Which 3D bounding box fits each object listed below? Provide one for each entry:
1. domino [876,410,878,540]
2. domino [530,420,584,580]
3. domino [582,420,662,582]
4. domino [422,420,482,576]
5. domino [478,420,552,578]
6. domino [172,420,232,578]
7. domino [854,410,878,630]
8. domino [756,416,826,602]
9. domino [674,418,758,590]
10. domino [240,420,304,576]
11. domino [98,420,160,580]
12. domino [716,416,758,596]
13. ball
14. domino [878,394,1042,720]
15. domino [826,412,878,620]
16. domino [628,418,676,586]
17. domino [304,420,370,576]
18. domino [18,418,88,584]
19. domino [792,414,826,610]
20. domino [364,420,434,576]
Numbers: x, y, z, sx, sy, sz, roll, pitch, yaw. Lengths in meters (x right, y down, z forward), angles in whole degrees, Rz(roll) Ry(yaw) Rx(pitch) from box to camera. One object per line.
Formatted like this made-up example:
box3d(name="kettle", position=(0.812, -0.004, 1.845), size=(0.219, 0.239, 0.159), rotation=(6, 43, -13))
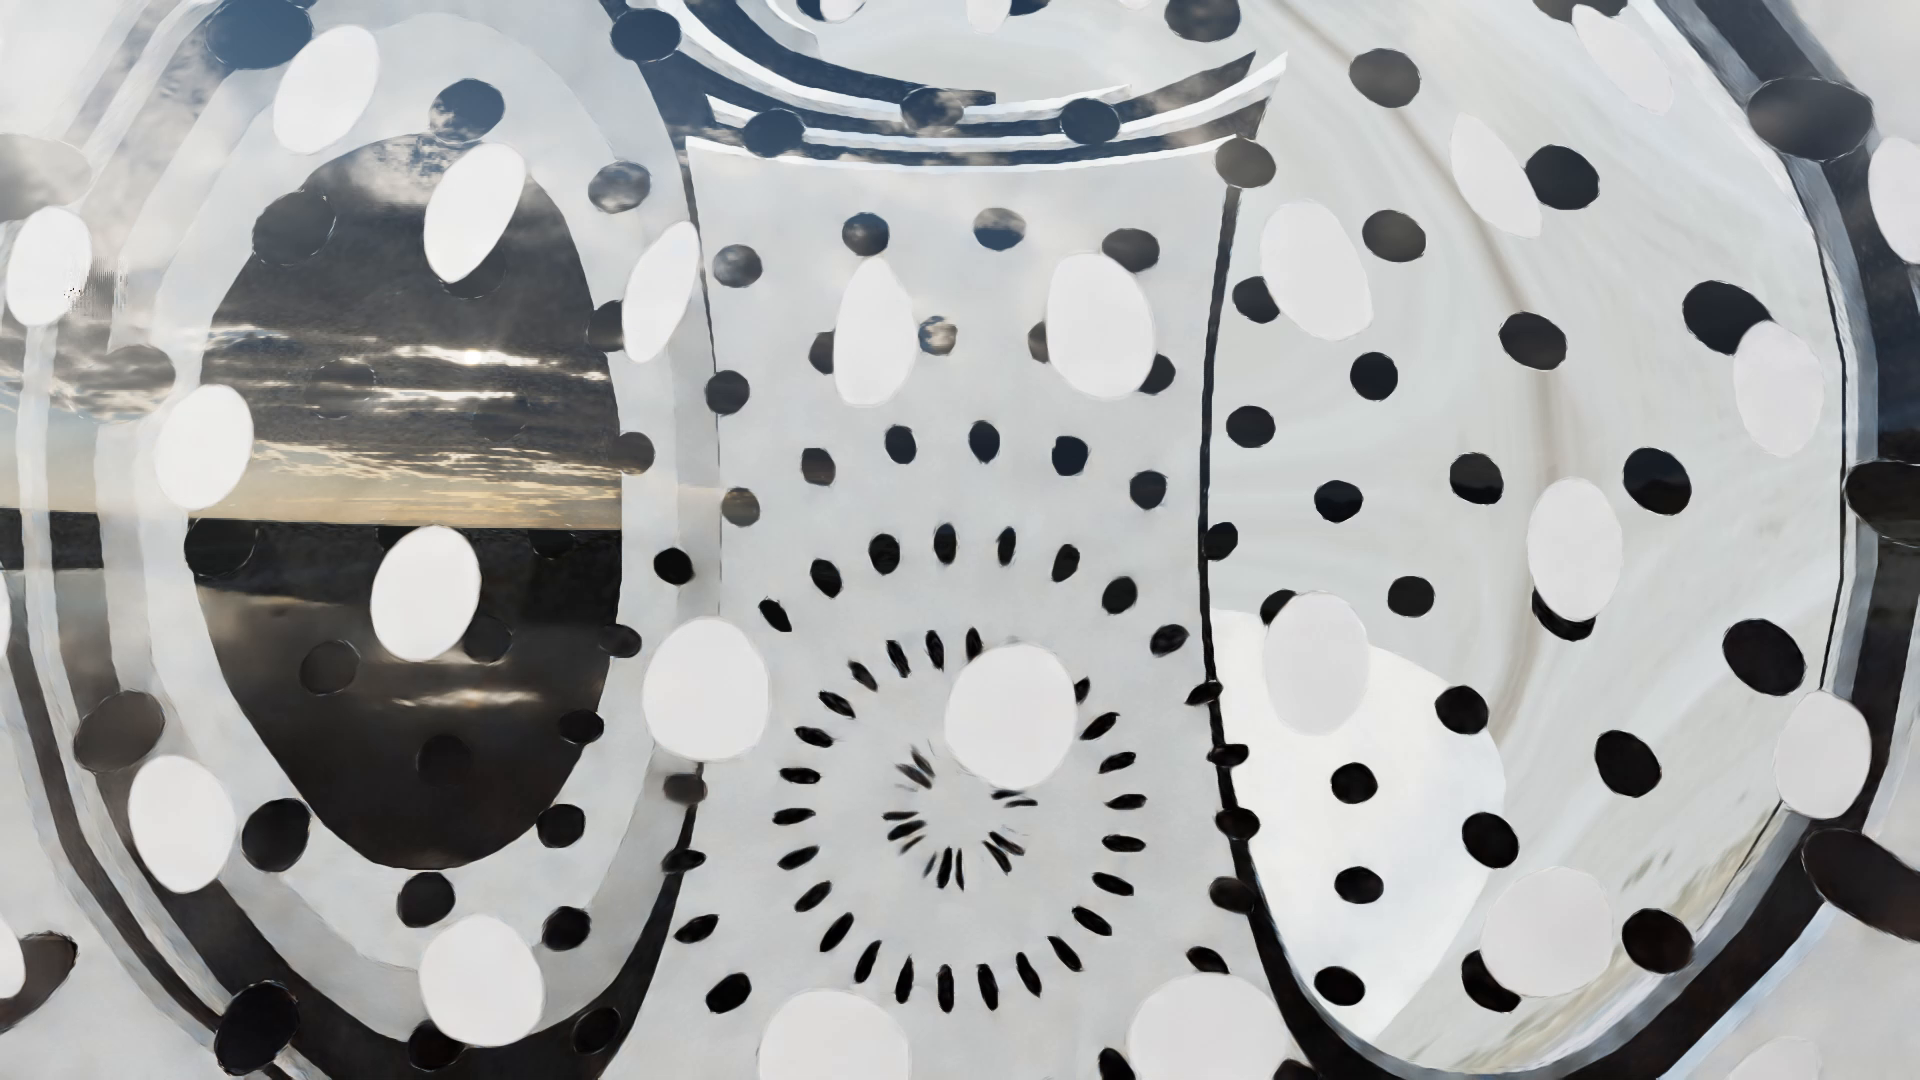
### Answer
box3d(name="domino", position=(-0.005, -0.004, 0.282), size=(0.025, 0.050, 0.009), rotation=(-1, 4, -16))
box3d(name="domino", position=(-0.125, -0.013, 0.413), size=(0.009, 0.050, 0.025), rotation=(2, 5, 20))
box3d(name="domino", position=(-0.106, -0.013, 0.404), size=(0.009, 0.050, 0.025), rotation=(2, 5, 26))
box3d(name="domino", position=(-0.165, -0.014, 0.423), size=(0.009, 0.050, 0.025), rotation=(1, 4, 8))
box3d(name="domino", position=(-0.145, -0.014, 0.419), size=(0.009, 0.050, 0.025), rotation=(1, 4, 14))
box3d(name="domino", position=(-0.246, -0.014, 0.417), size=(0.010, 0.050, 0.025), rotation=(-1, 5, -18))
box3d(name="domino", position=(-0.012, -0.005, 0.301), size=(0.025, 0.050, 0.009), rotation=(-2, 5, -21))
box3d(name="domino", position=(-0.043, -0.009, 0.354), size=(0.025, 0.050, 0.009), rotation=(-4, 6, -39))
box3d(name="domino", position=(-0.072, -0.011, 0.383), size=(0.009, 0.050, 0.025), rotation=(3, 5, 38))
box3d(name="domino", position=(-0.226, -0.014, 0.422), size=(0.010, 0.050, 0.025), rotation=(-1, 4, -10))
box3d(name="domino", position=(-0.265, -0.013, 0.410), size=(0.009, 0.050, 0.025), rotation=(-2, 5, -21))
box3d(name="domino", position=(-0.057, -0.010, 0.369), size=(0.010, 0.050, 0.025), rotation=(4, 6, 44))
box3d(name="ball", position=(0.000, -0.002, 0.056), size=(0.080, 0.080, 0.080), rotation=(0, 4, 0))
box3d(name="domino", position=(0.000, 0.002, 0.201), size=(0.025, 0.050, 0.010), rotation=(0, 4, 0))
box3d(name="domino", position=(-0.020, -0.006, 0.320), size=(0.025, 0.050, 0.009), rotation=(-2, 5, -27))
box3d(name="domino", position=(-0.089, -0.012, 0.394), size=(0.009, 0.050, 0.025), rotation=(3, 5, 32))
box3d(name="domino", position=(-0.206, -0.014, 0.424), size=(0.009, 0.050, 0.025), rotation=(0, 4, -3))
box3d(name="domino", position=(-0.284, -0.013, 0.403), size=(0.009, 0.050, 0.025), rotation=(-2, 5, -19))
box3d(name="domino", position=(-0.030, -0.008, 0.338), size=(0.025, 0.050, 0.009), rotation=(-3, 5, -34))
box3d(name="domino", position=(-0.185, -0.014, 0.425), size=(0.010, 0.050, 0.025), rotation=(0, 4, 2))
